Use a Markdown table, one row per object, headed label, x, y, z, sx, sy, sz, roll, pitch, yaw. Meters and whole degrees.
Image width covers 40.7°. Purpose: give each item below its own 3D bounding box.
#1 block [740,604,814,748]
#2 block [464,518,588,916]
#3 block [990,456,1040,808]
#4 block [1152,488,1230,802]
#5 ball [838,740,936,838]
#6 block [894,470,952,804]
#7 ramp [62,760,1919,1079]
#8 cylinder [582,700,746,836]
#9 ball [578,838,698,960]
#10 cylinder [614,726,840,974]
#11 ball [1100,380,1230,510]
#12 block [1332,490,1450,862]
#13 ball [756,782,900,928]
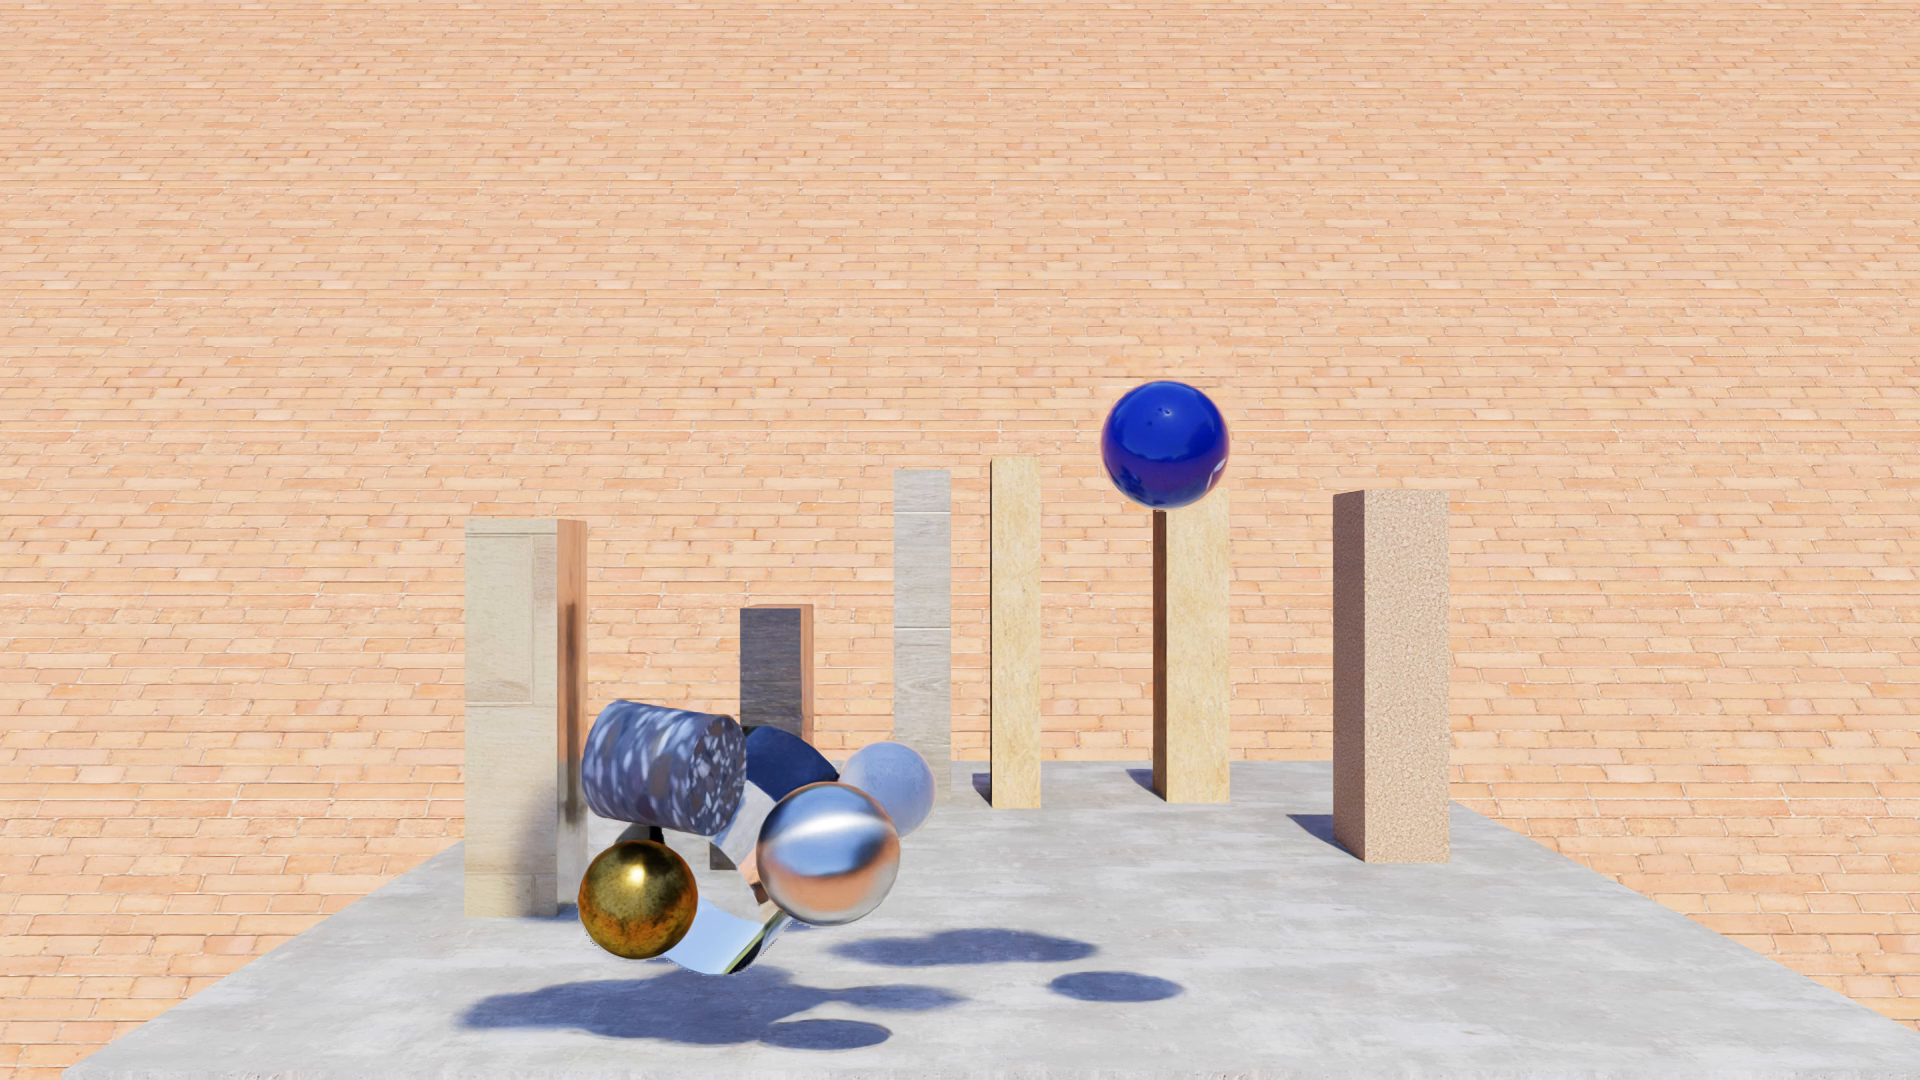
| label | x | y | z | sx | sy | sz | roll | pitch | yaw |
| --- | --- | --- | --- | --- | --- | --- | --- | --- | --- |
| block | -0.356 | 0.346 | 5.071 | 0.115 | 0.433 | 0.427 | 0 | 0 | 0 |
| block | -0.662 | 0.263 | 3.973 | 0.136 | 0.587 | 0.308 | 0 | 0 | 0 |
| block | 0.118 | 0.195 | 5.617 | 0.102 | 0.739 | 0.360 | 0 | 0 | 0 |
| block | 0.512 | 0.226 | 5.765 | 0.134 | 0.678 | 0.400 | 0 | 0 | 0 |
| ball | -0.084 | 0.286 | 2.959 | 0.113 | 0.113 | 0.113 | 0 | 31 | 0 |
| block | -0.081 | 0.207 | 5.728 | 0.122 | 0.715 | 0.349 | 0 | 0 | 0 |
| ramp | 0.069 | 0.610 | 4.680 | 2.000 | 0.100 | 4.000 | 0 | 0 | 0 |
| cylinder | -0.319 | 0.246 | 2.805 | 0.130 | 0.130 | 0.130 | 7 | 31 | 24 |
| ball | -0.352 | 0.393 | 2.833 | 0.131 | 0.131 | 0.131 | 0 | 31 | 0 |
| cylinder | -0.258 | 0.355 | 2.979 | 0.207 | 0.207 | 0.207 | 16 | 35 | 24 |
| ball | 0.221 | -0.102 | 2.790 | 0.140 | 0.140 | 0.140 | 0 | 31 | 0 |
| block | 0.774 | 0.237 | 4.672 | 0.146 | 0.646 | 0.383 | 0 | 0 | 0 |
| ball | -0.140 | 0.332 | 2.738 | 0.153 | 0.153 | 0.153 | 0 | 31 | 0 |
